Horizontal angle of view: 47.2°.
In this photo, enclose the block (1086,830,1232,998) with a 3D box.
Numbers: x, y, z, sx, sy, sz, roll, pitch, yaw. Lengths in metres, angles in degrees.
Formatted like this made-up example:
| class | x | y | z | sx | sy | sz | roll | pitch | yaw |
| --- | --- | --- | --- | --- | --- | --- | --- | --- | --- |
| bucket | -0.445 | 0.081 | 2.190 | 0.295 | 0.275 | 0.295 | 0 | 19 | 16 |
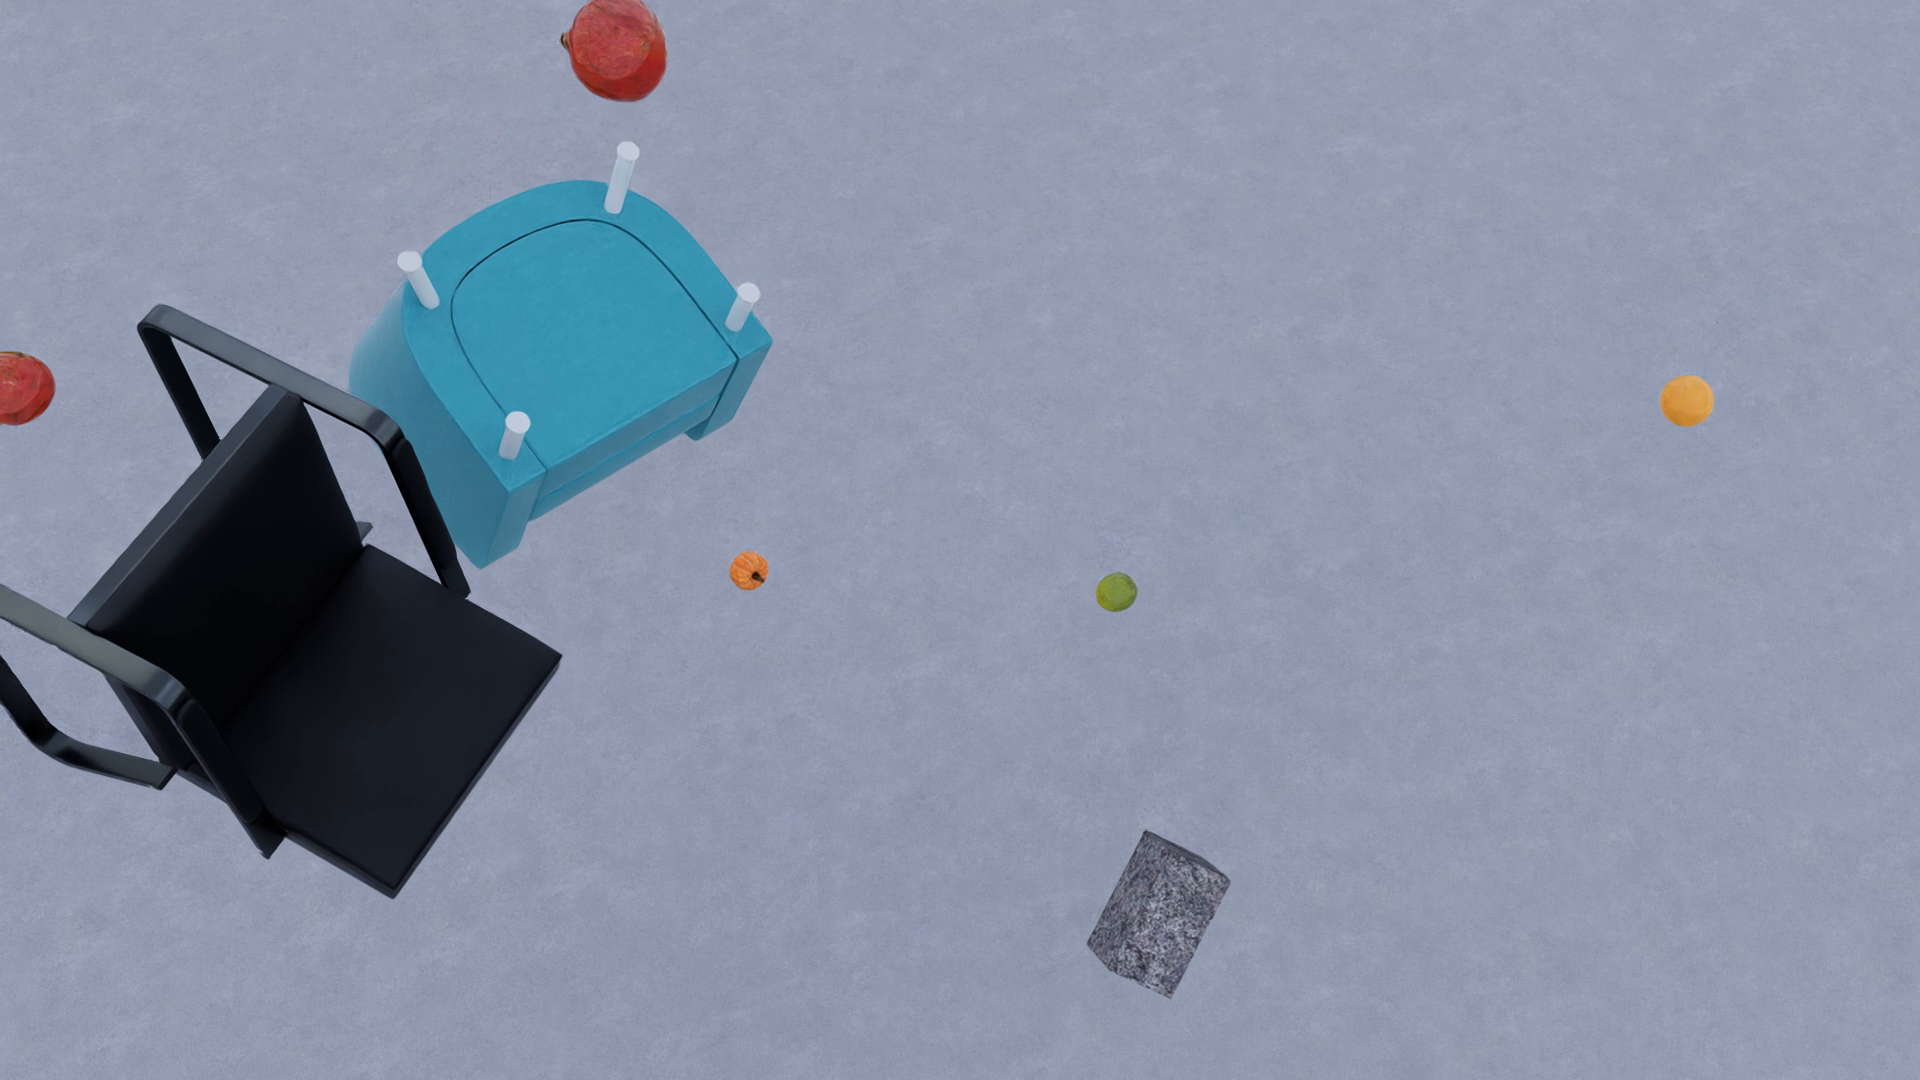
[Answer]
| class | x | y | z | sx | sy | sz | roll | pitch | yaw |
| --- | --- | --- | --- | --- | --- | --- | --- | --- | --- |
| block | 0.351 | 0.662 | 3.903 | 0.126 | 0.153 | 0.233 | 27 | 91 | -14 |
